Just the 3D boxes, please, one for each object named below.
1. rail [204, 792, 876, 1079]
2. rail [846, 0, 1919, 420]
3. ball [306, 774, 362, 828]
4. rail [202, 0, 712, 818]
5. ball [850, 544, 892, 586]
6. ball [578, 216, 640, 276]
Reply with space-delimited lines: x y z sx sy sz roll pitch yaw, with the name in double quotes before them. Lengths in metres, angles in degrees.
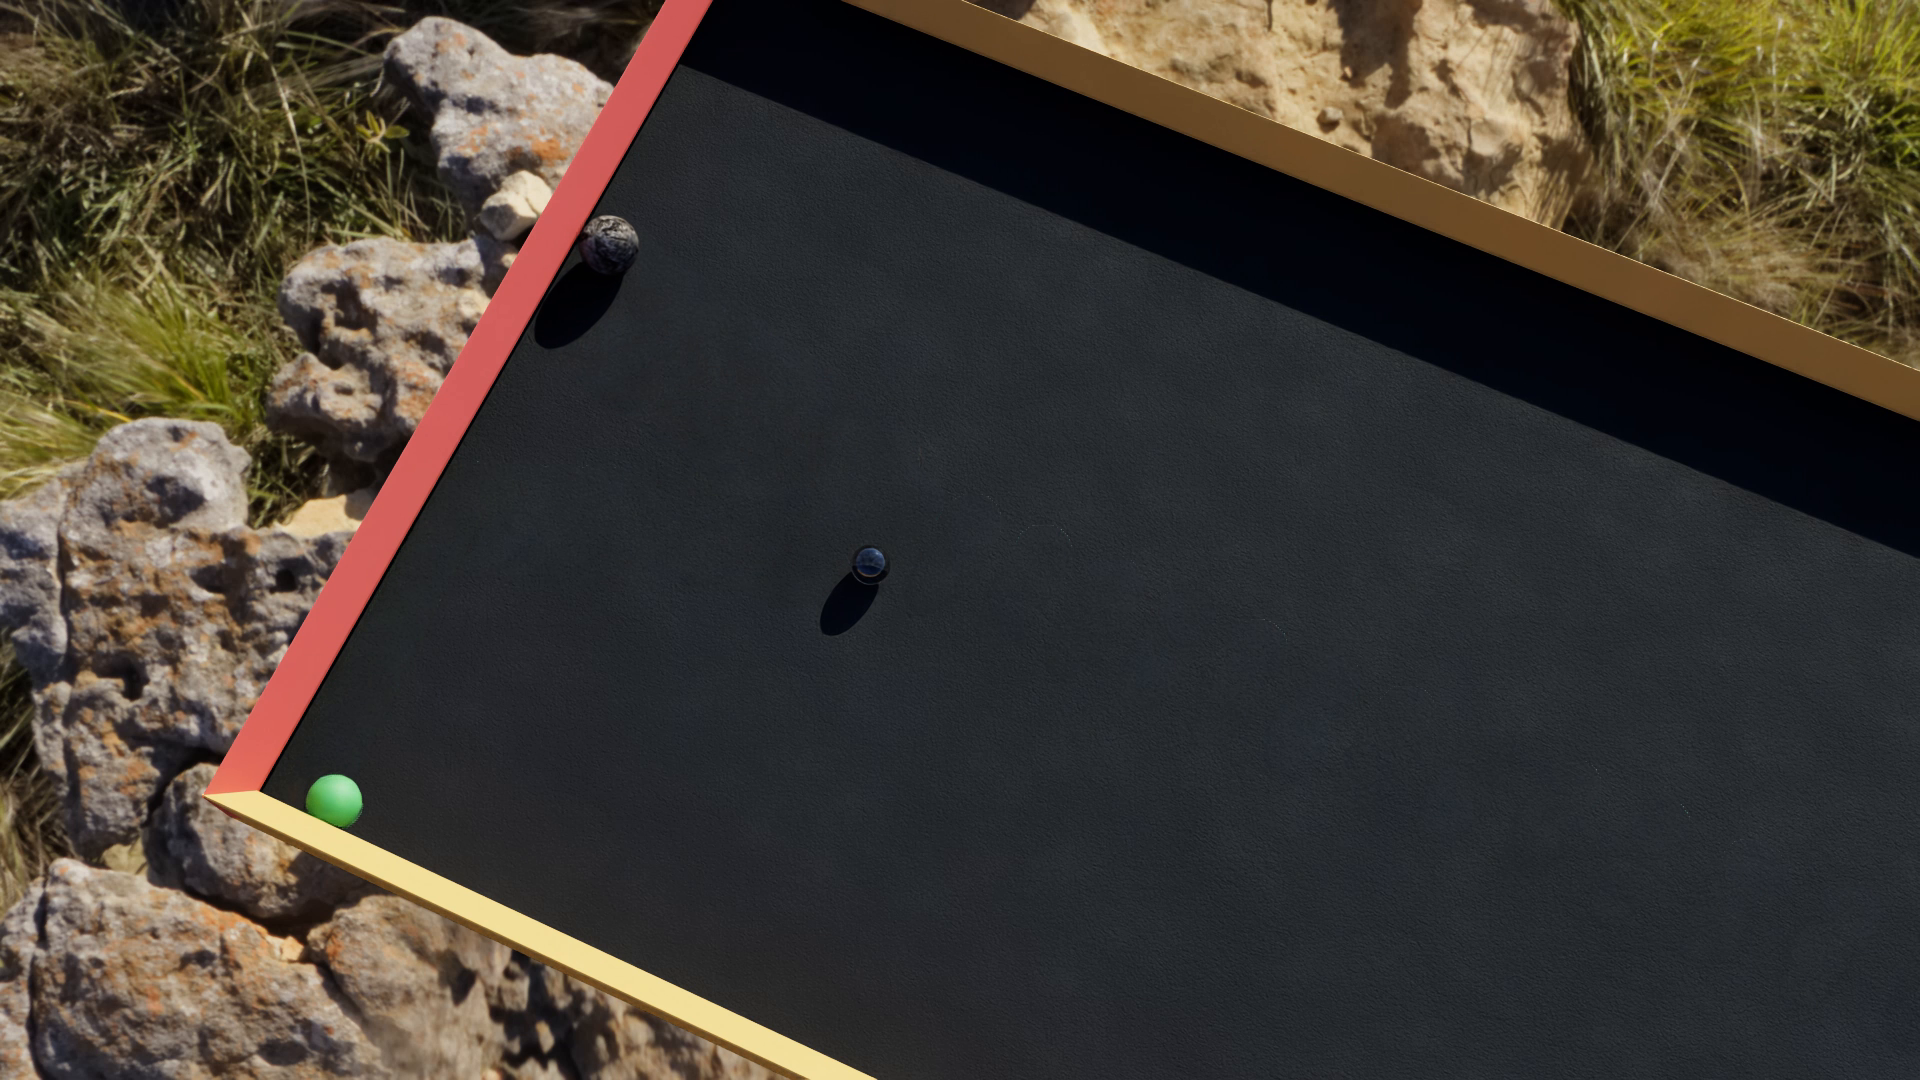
"rail" 0.417 1.019 3.039 3.322 0.127 0.045 23 72 8
"rail" 1.097 -0.392 3.553 3.322 0.127 0.045 23 72 8
"ball" -0.937 0.391 3.293 0.082 0.082 0.082 0 70 0
"rail" -0.735 -0.321 3.527 0.045 0.127 1.696 23 72 8
"ball" -0.139 0.038 3.431 0.064 0.064 0.064 0 70 0
"ball" -0.575 -0.483 3.603 0.098 0.098 0.098 0 70 0
